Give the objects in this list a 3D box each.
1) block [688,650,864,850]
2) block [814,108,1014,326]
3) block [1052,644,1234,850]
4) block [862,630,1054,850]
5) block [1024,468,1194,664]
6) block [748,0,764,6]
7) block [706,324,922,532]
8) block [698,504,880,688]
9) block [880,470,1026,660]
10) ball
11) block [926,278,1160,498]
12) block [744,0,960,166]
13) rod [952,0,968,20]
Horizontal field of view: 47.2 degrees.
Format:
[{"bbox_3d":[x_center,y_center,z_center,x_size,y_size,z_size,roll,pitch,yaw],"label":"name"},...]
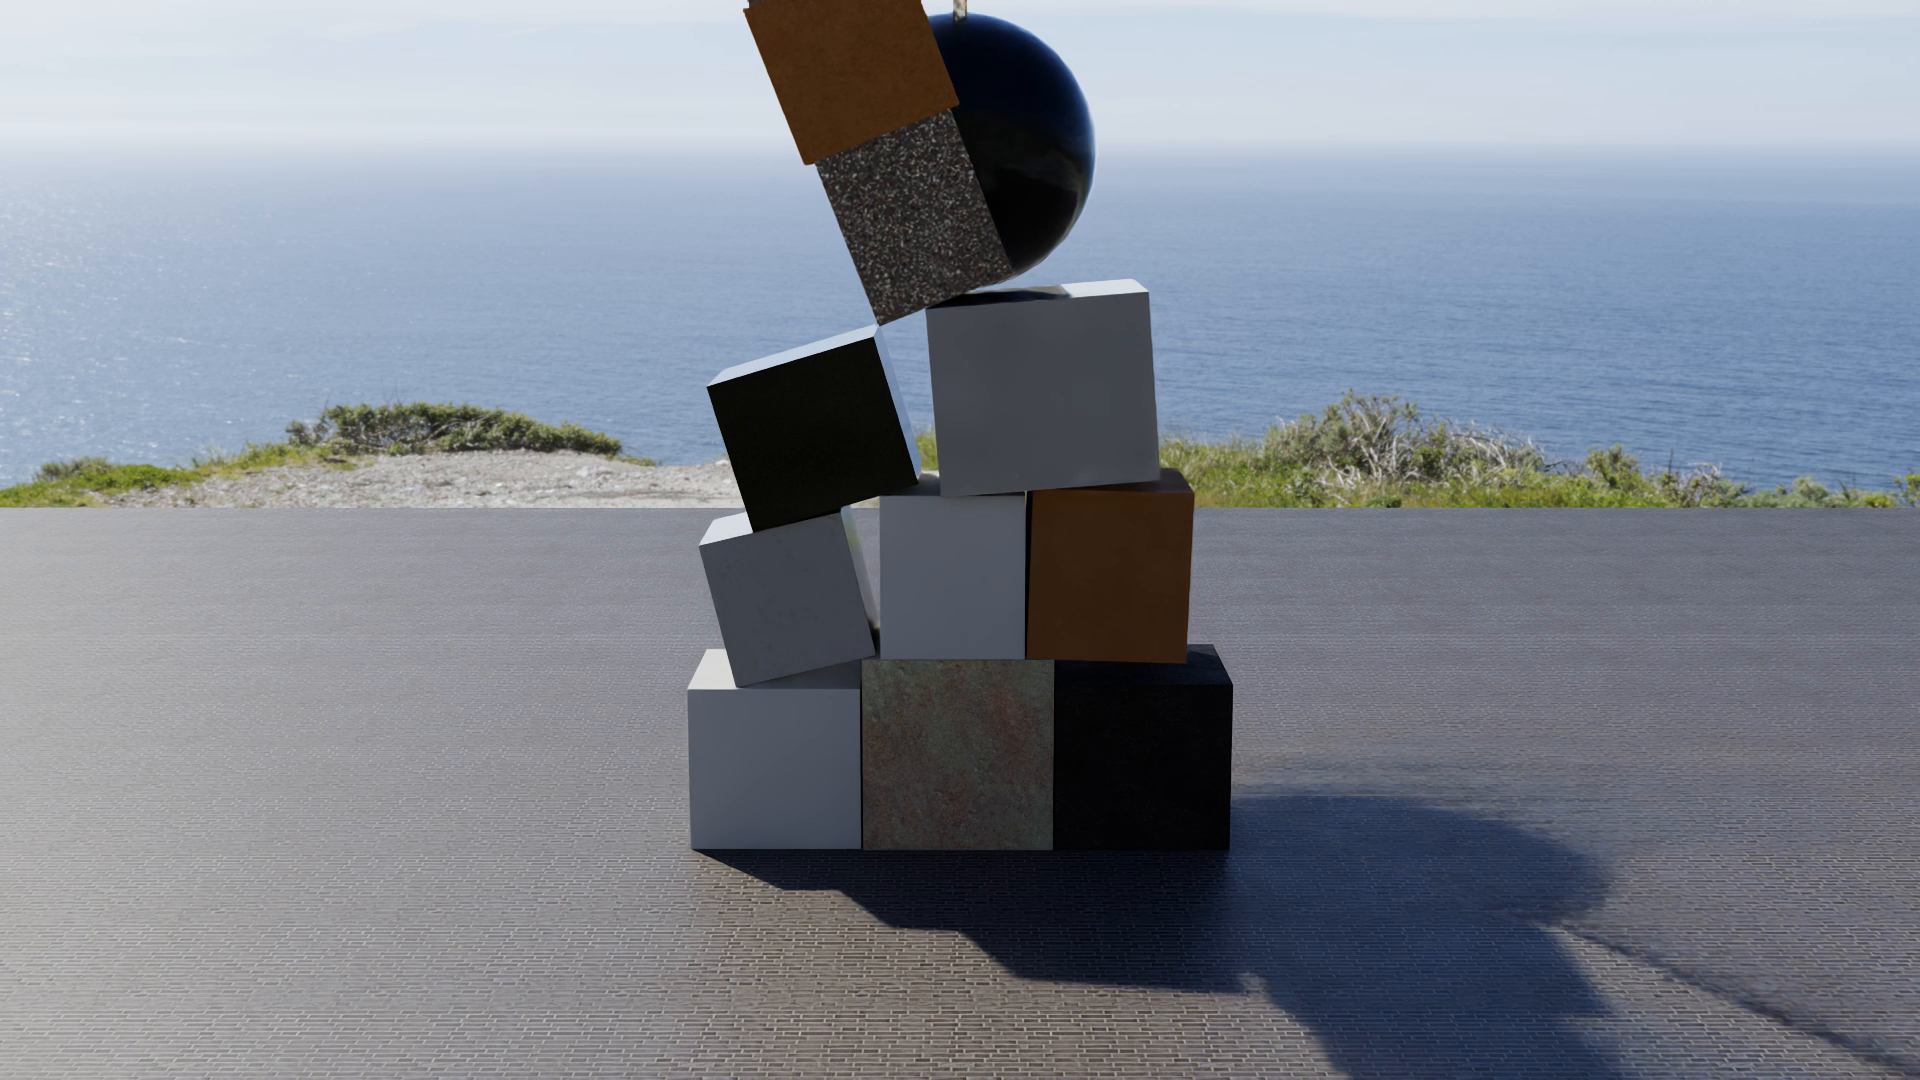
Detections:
[{"bbox_3d":[-0.923,1.067,11.390,0.856,0.825,0.870,0,10,0],"label":"block"},{"bbox_3d":[-0.218,-1.604,10.869,0.694,0.836,0.778,-21,10,4],"label":"block"},{"bbox_3d":[0.913,1.055,11.375,0.875,0.854,0.883,0,10,0],"label":"block"},{"bbox_3d":[-0.010,0.996,11.364,0.950,0.975,0.878,0,10,0],"label":"block"},{"bbox_3d":[0.736,0.105,11.206,0.789,0.851,0.839,2,10,0],"label":"block"},{"bbox_3d":[-0.784,-3.045,10.624,0.725,0.748,0.770,-21,10,4],"label":"block"},{"bbox_3d":[-0.714,-0.578,11.059,0.845,0.751,0.799,-16,10,3],"label":"block"},{"bbox_3d":[-0.853,0.231,11.209,0.717,0.738,0.749,-13,10,2],"label":"block"},{"bbox_3d":[-0.037,0.114,11.202,0.713,0.819,0.818,0,10,0],"label":"block"},{"bbox_3d":[0.000,-2.270,12.876,1.600,1.600,1.600,0,10,0],"label":"ball"},{"bbox_3d":[0.404,-0.783,11.052,1.069,0.914,0.967,-5,10,1],"label":"block"},{"bbox_3d":[-0.510,-2.349,10.766,0.793,0.775,0.840,-21,10,4],"label":"block"},{"bbox_3d":[0.000,-5.198,11.149,0.080,5.200,0.080,0,31,0],"label":"rod"}]
